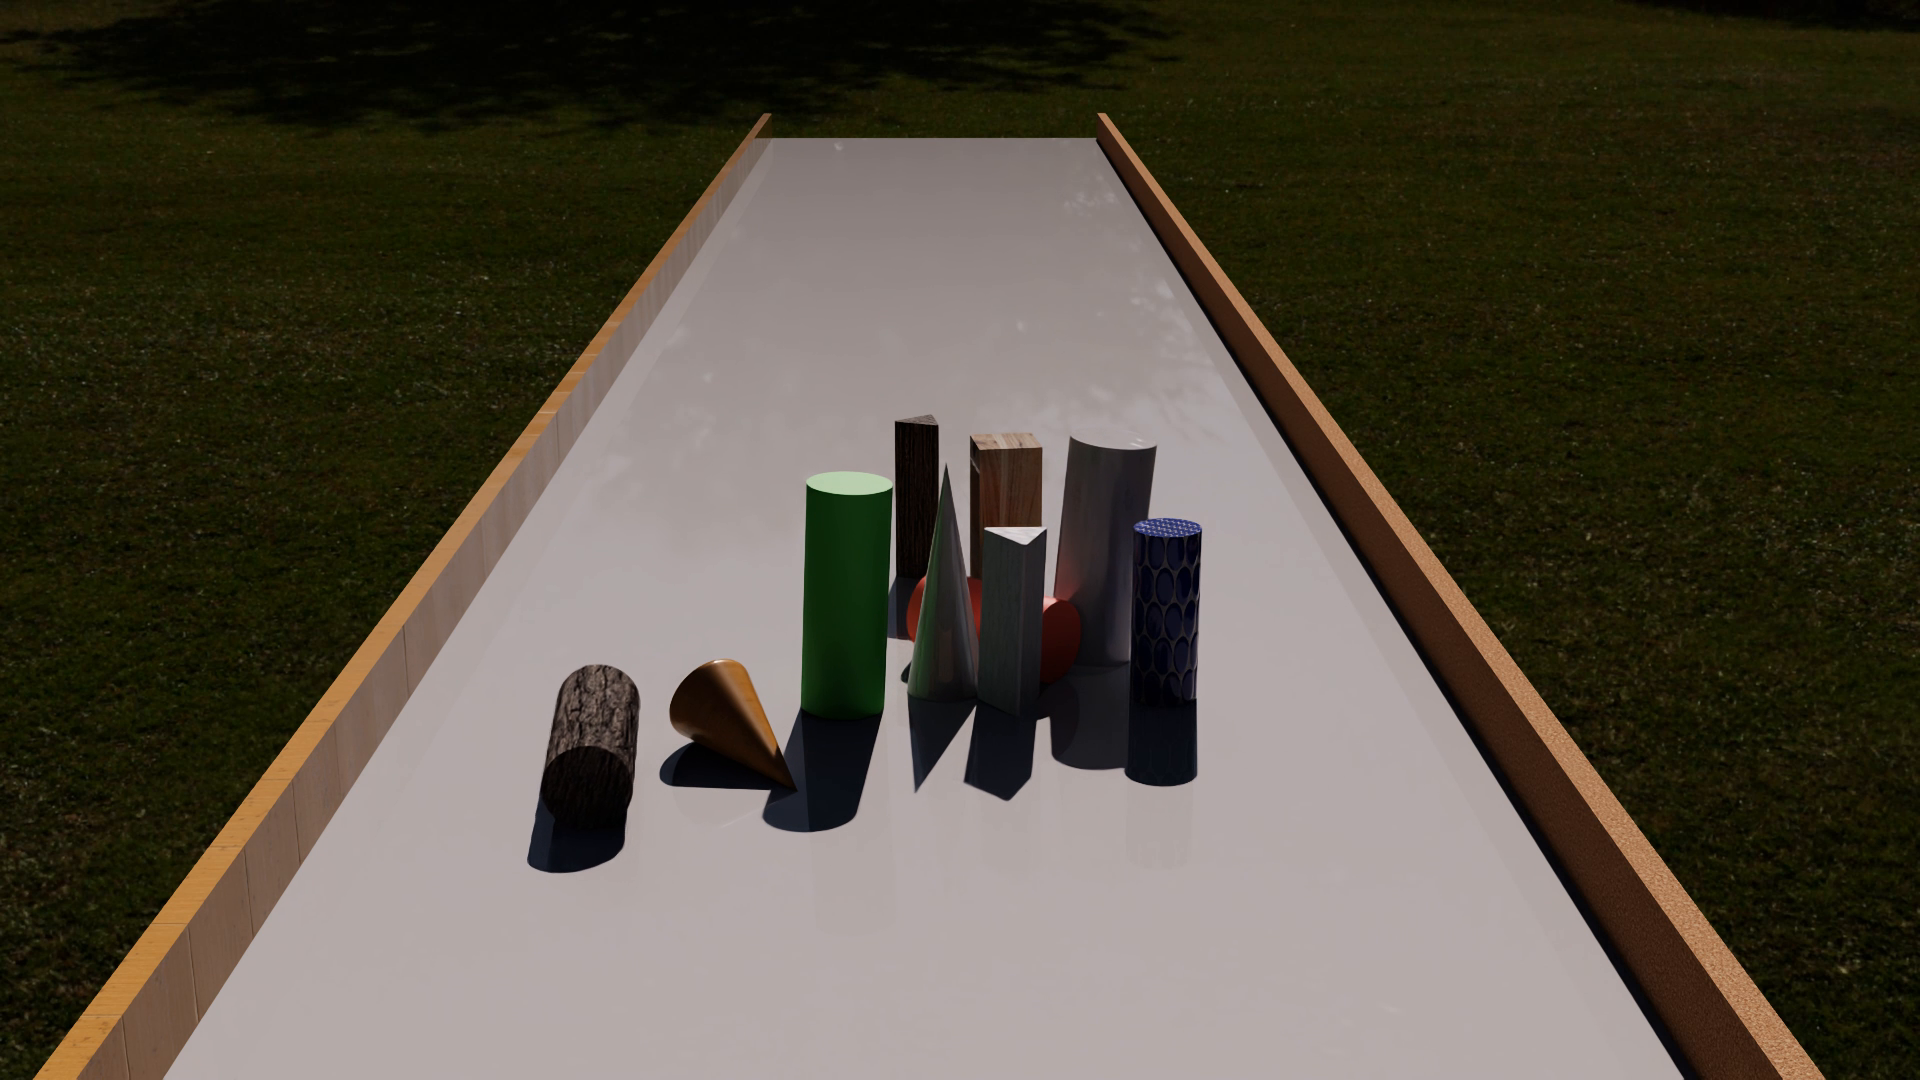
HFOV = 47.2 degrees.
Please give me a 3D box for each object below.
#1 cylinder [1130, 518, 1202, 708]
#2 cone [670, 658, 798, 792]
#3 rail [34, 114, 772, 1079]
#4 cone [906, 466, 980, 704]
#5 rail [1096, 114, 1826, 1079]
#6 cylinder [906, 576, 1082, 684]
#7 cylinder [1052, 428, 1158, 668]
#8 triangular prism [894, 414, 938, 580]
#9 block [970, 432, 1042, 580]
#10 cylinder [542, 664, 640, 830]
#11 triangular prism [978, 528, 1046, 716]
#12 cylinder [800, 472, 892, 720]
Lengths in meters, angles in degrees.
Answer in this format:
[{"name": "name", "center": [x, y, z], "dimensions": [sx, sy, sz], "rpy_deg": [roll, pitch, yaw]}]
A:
[{"name": "cylinder", "center": [0.390, 0.138, 4.174], "dimensions": [0.129, 0.336, 0.129], "rpy_deg": [0, 17, 0]}, {"name": "cone", "center": [-0.365, 0.359, 3.875], "dimensions": [0.168, 0.168, 0.302], "rpy_deg": [-12, 36, -35]}, {"name": "rail", "center": [-1.118, -0.838, 7.780], "dimensions": [0.050, 0.150, 12.000], "rpy_deg": [0, 17, -1]}, {"name": "cone", "center": [-0.026, 0.069, 4.193], "dimensions": [0.155, 0.456, 0.155], "rpy_deg": [0, 17, 0]}, {"name": "rail", "center": [0.932, -0.844, 7.801], "dimensions": [0.050, 0.150, 12.000], "rpy_deg": [0, 17, -1]}, {"name": "cylinder", "center": [0.066, 0.170, 4.367], "dimensions": [0.312, 0.165, 0.165], "rpy_deg": [13, 21, 37]}, {"name": "cylinder", "center": [0.282, 0.014, 4.375], "dimensions": [0.172, 0.446, 0.172], "rpy_deg": [5, 16, -1]}, {"name": "triangular prism", "center": [-0.081, -0.097, 4.923], "dimensions": [0.102, 0.359, 0.088], "rpy_deg": [6, 18, 20]}, {"name": "block", "center": [0.095, -0.019, 4.606], "dimensions": [0.130, 0.389, 0.130], "rpy_deg": [-2, 17, -8]}, {"name": "cylinder", "center": [-0.632, 0.350, 3.789], "dimensions": [0.148, 0.148, 0.394], "rpy_deg": [-2, 17, -6]}, {"name": "triangular prism", "center": [0.116, 0.146, 4.134], "dimensions": [0.102, 0.339, 0.117], "rpy_deg": [-12, 23, -37]}, {"name": "cylinder", "center": [-0.212, 0.103, 4.103], "dimensions": [0.159, 0.436, 0.159], "rpy_deg": [3, 17, -1]}]
